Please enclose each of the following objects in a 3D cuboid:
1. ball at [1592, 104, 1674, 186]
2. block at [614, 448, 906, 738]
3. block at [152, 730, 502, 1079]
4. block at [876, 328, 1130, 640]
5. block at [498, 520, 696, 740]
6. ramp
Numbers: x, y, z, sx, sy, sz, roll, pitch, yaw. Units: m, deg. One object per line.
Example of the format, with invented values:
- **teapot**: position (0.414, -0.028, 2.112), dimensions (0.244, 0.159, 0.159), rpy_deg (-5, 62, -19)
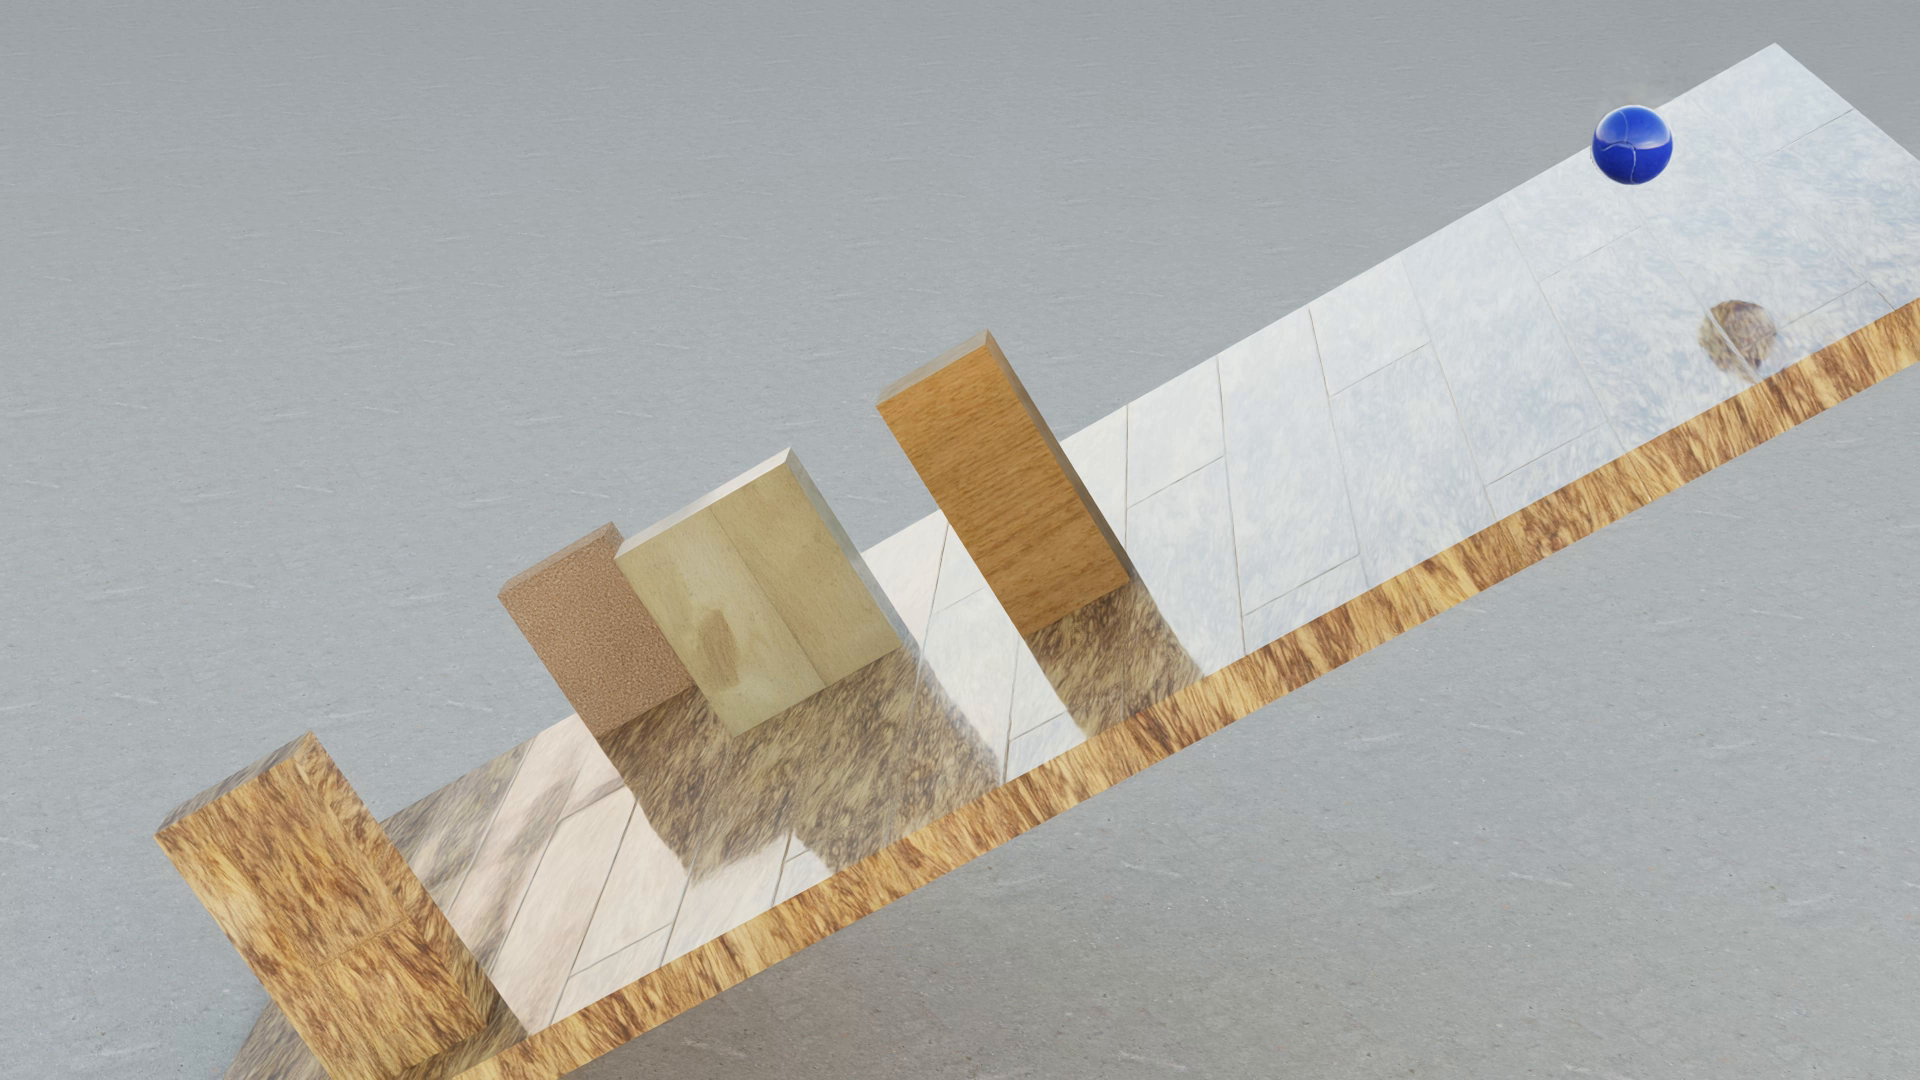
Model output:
- **ball**: position (1.328, -0.780, 5.811), dimensions (0.157, 0.157, 0.157), rpy_deg (0, 19, 0)
- **block**: position (-0.437, 0.118, 6.476), dimensions (0.445, 0.486, 0.112), rpy_deg (-29, 15, 12)
- **block**: position (-1.233, 0.738, 5.755), dimensions (0.337, 0.660, 0.128), rpy_deg (-29, 15, 12)
- **block**: position (0.092, -0.112, 5.964), dimensions (0.254, 0.573, 0.124), rpy_deg (-29, 15, 12)
- **block**: position (-0.865, 0.220, 7.135), dimensions (0.312, 0.431, 0.104), rpy_deg (-29, 15, 12)
- **ramp**: position (0.142, 0.168, 6.287), dimensions (4.000, 0.100, 2.000), rpy_deg (-29, 15, 12)
